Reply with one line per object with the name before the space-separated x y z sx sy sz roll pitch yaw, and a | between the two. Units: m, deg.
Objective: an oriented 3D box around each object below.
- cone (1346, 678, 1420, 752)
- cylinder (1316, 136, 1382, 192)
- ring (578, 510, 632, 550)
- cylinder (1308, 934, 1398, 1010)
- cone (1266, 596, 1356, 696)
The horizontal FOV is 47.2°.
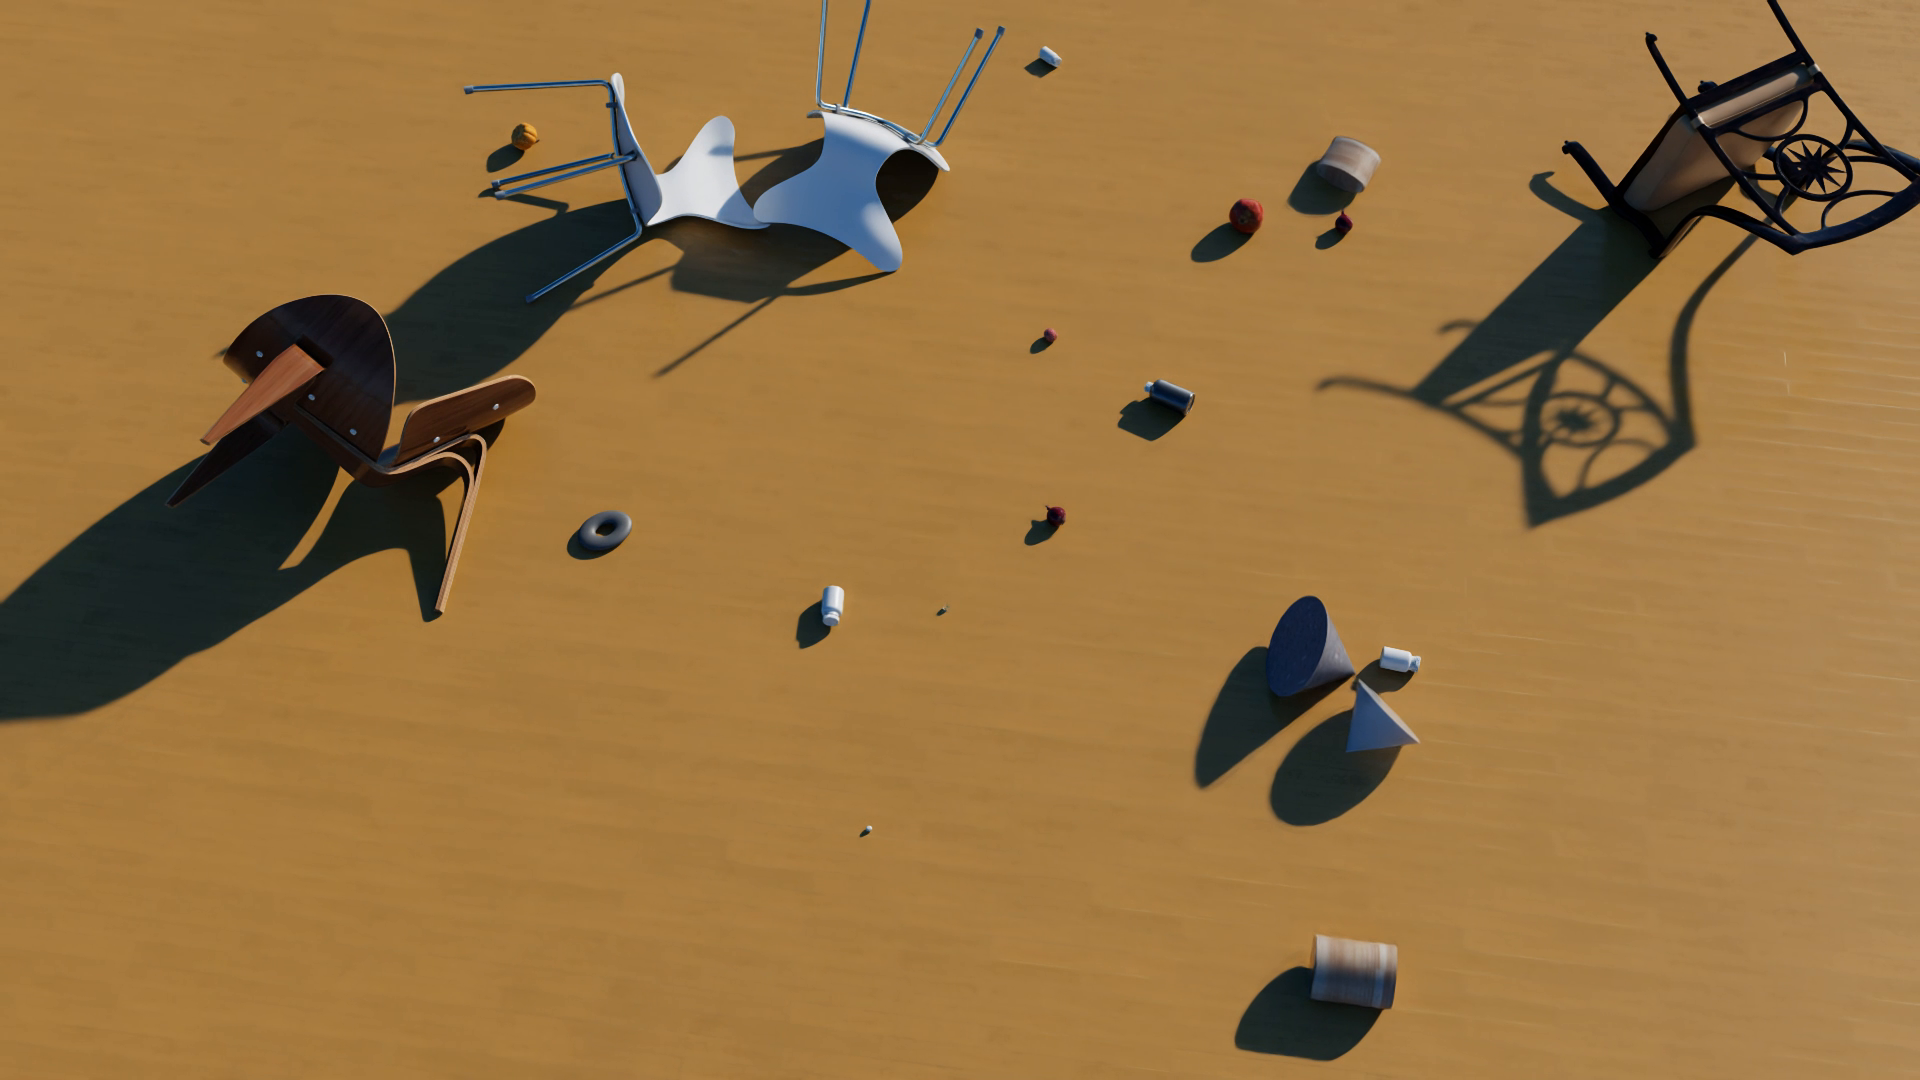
cone | 1.140 0.536 6.160 0.170 0.208 0.252 -46 53 9
cylinder | 1.303 -1.259 7.368 0.176 0.083 0.151 28 60 10
ring | -1.062 -0.029 6.576 0.171 0.029 0.130 -27 61 -18
cylinder | 1.024 1.126 5.739 0.211 0.129 0.168 7 69 5
cone | 1.045 0.342 6.274 0.219 0.273 0.314 25 52 -22
